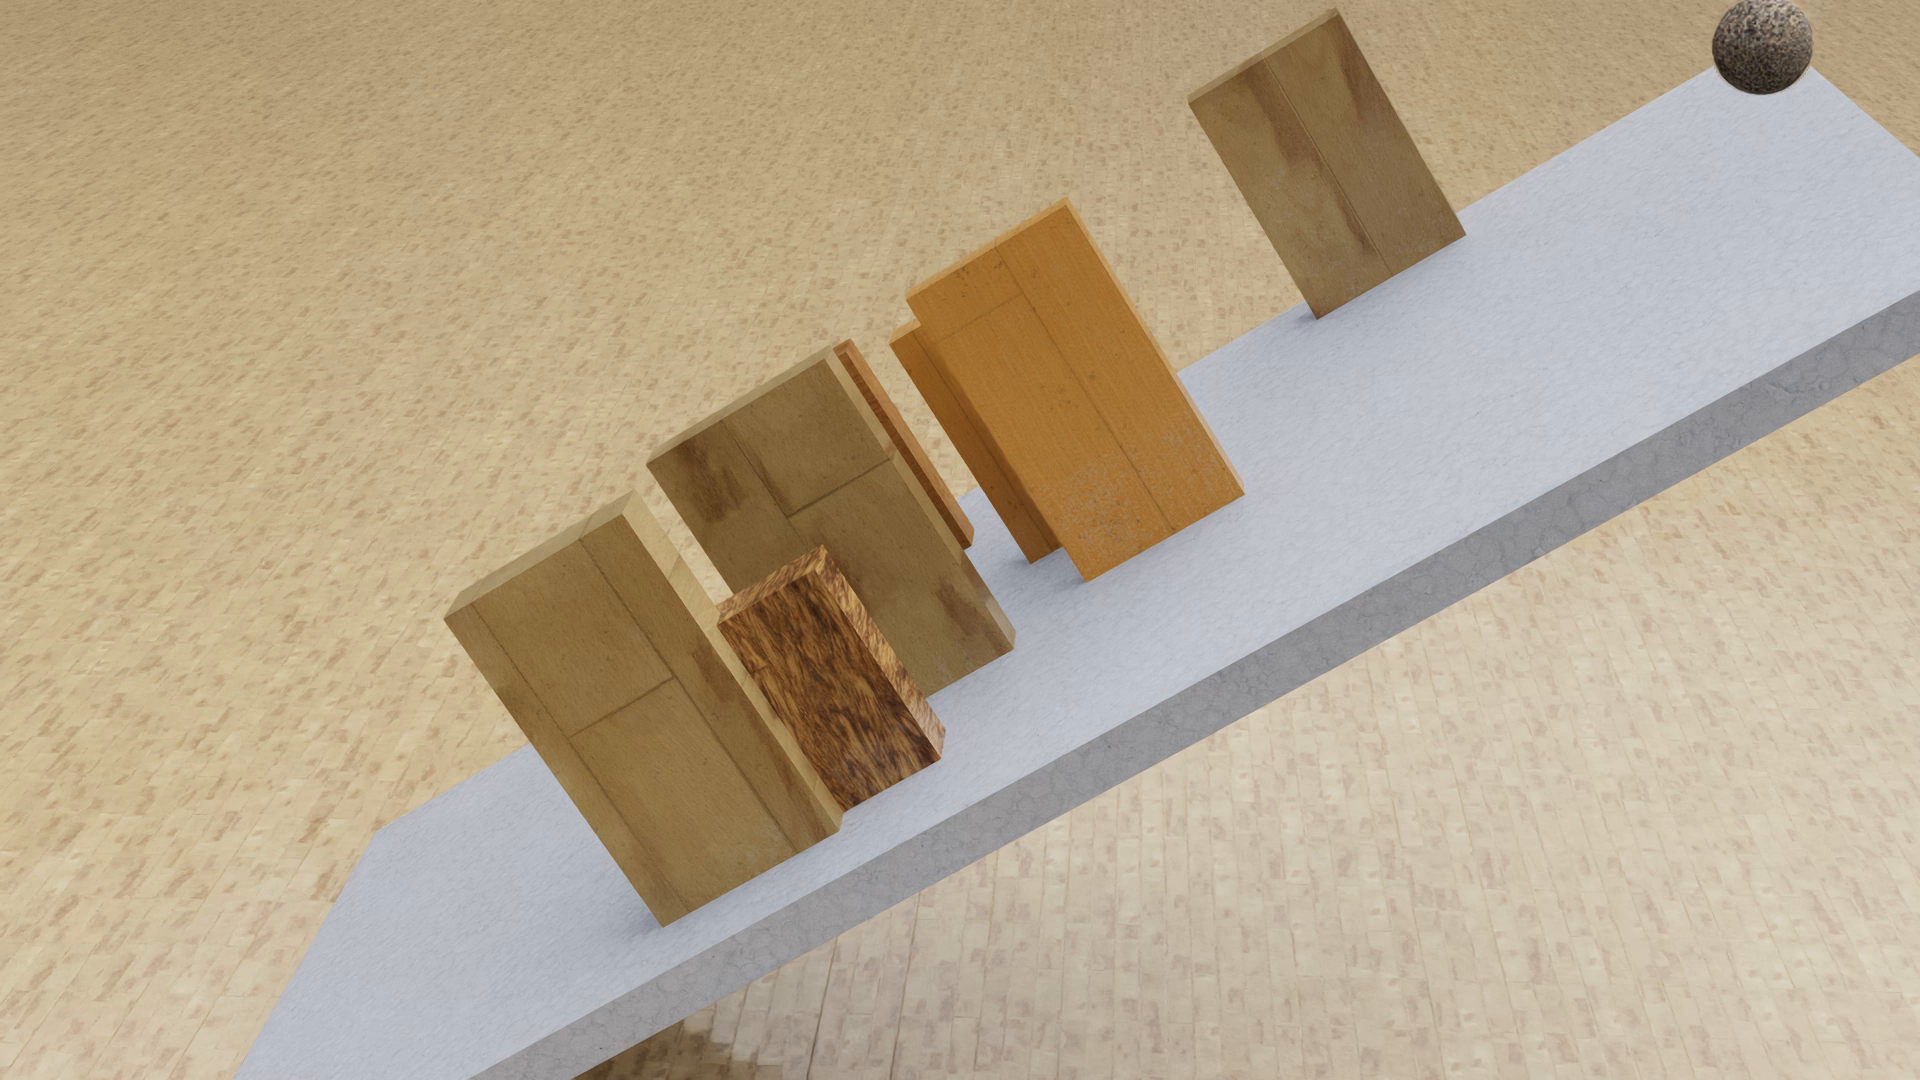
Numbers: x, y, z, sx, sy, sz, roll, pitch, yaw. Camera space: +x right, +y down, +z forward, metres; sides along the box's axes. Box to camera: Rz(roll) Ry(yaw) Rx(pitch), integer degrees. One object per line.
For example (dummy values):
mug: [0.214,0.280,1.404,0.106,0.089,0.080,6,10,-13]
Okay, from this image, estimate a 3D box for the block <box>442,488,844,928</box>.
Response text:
block: [-0.597,0.328,5.647,0.410,0.747,0.147,-30,15,13]

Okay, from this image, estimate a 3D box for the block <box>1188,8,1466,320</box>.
block: [0.843,-0.862,6.761,0.392,0.592,0.101,-30,15,13]

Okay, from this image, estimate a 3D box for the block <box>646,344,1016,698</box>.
block: [-0.258,0.018,5.993,0.429,0.716,0.102,-30,15,13]

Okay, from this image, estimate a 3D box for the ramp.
ramp: [0.141,0.169,6.290,4.000,0.100,2.000,-30,15,13]

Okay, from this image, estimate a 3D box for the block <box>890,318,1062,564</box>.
block: [0.146,-0.281,6.373,0.335,0.581,0.105,-30,15,13]

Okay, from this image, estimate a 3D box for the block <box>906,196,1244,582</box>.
block: [0.239,-0.301,6.002,0.378,0.705,0.081,-30,15,13]

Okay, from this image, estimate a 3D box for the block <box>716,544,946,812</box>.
block: [-0.282,0.289,5.700,0.309,0.451,0.141,-30,15,13]

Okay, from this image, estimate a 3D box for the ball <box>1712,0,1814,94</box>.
ball: [1.522,-0.937,5.575,0.185,0.185,0.185,0,20,0]

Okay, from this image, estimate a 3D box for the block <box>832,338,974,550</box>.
block: [-0.223,-0.164,6.841,0.261,0.545,0.118,-30,15,13]
